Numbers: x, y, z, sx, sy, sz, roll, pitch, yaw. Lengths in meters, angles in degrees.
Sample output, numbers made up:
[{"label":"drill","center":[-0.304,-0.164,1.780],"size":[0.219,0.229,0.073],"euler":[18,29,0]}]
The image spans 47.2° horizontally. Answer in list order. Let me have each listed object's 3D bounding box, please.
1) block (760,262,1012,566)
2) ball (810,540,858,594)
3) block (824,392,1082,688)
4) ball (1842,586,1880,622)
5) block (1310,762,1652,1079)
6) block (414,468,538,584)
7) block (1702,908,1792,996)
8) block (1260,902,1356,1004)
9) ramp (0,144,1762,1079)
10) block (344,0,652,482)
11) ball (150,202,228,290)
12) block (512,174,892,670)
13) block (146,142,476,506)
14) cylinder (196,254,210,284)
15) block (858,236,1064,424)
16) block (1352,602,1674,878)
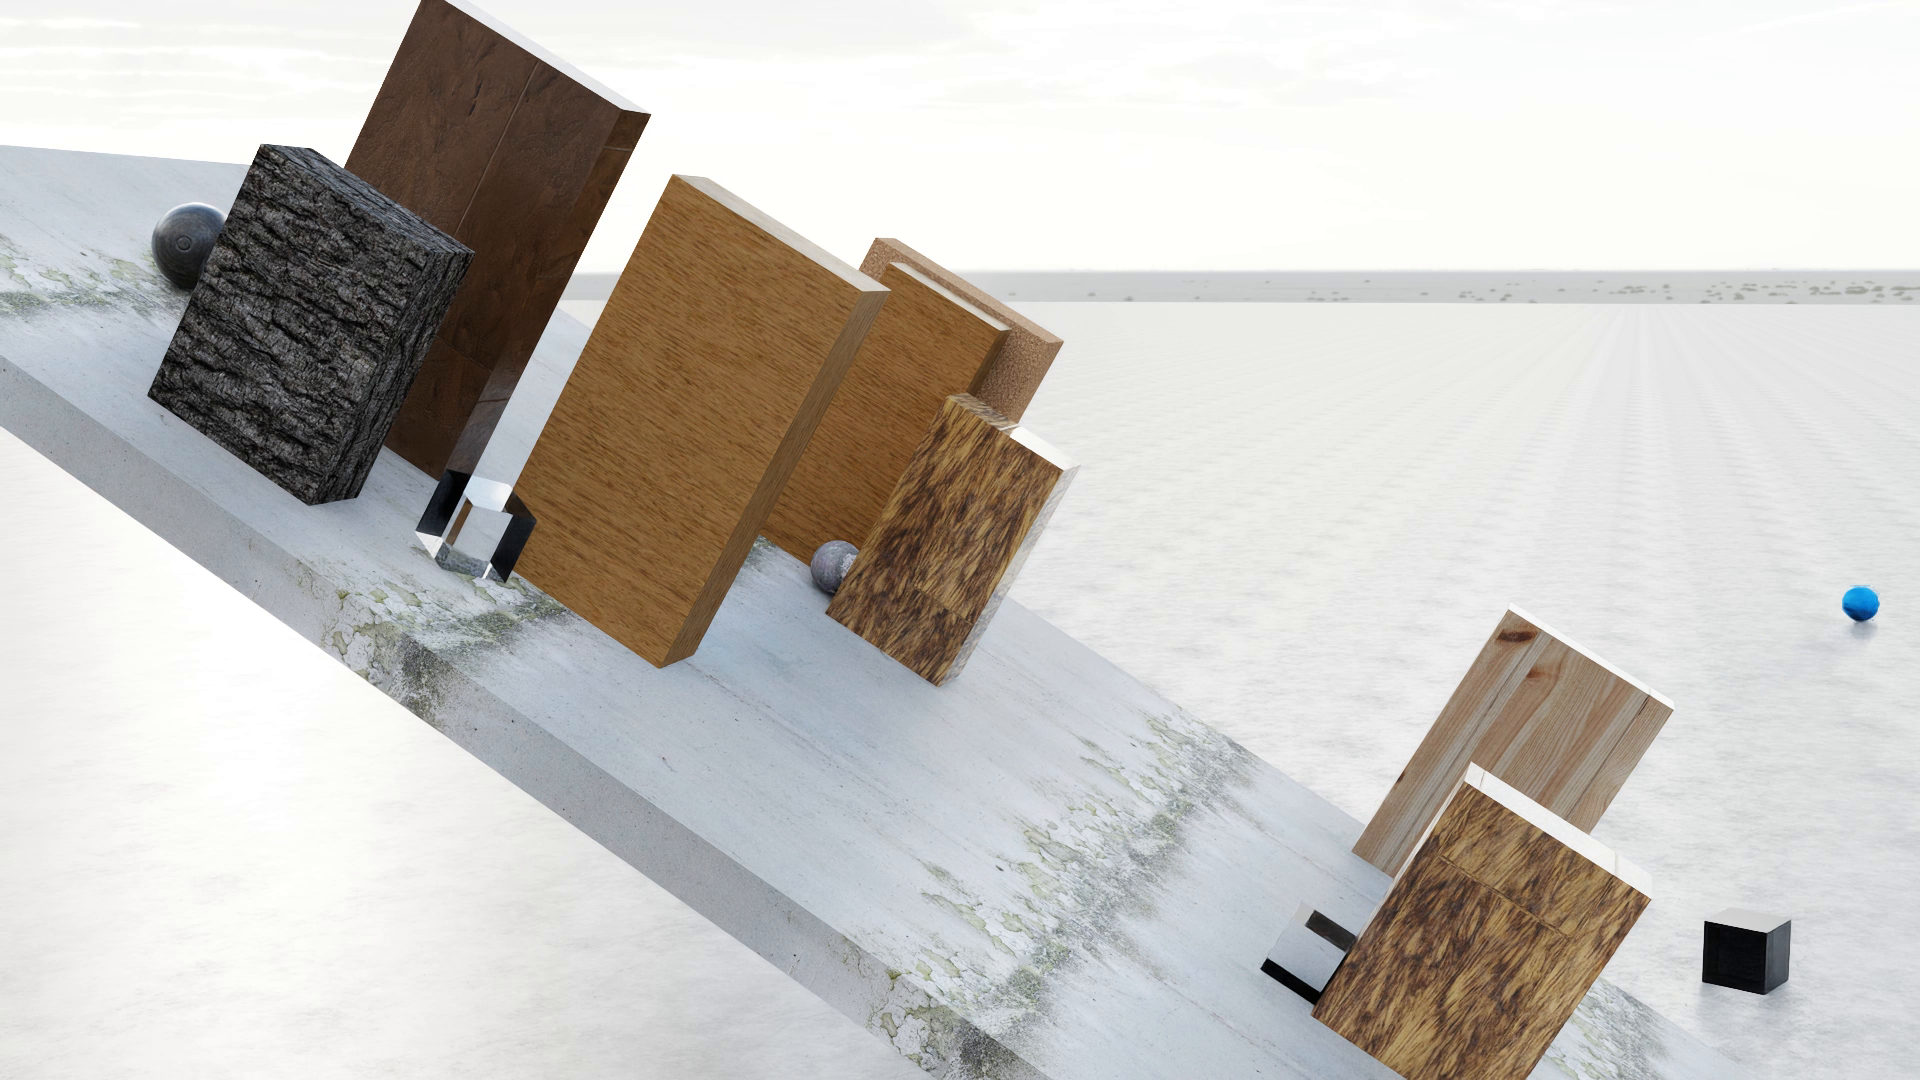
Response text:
[{"label":"block","center":[-0.167,-0.226,4.484],"size":[0.266,0.624,0.093],"euler":[33,15,11]},{"label":"ball","center":[-0.246,0.055,4.417],"size":[0.108,0.108,0.108],"euler":[0,7,0]},{"label":"block","center":[-0.014,-0.002,4.279],"size":[0.269,0.495,0.140],"euler":[33,15,11]},{"label":"ball","center":[4.823,0.342,11.780],"size":[0.188,0.188,0.188],"euler":[0,7,0]},{"label":"block","center":[0.873,0.682,3.695],"size":[0.346,0.487,0.149],"euler":[33,15,11]},{"label":"block","center":[-0.793,-0.023,3.601],"size":[0.122,0.122,0.122],"euler":[16,20,-43]},{"label":"block","center":[2.061,1.075,5.761],"size":[0.166,0.166,0.166],"euler":[6,9,41]},{"label":"block","center":[0.604,0.716,3.817],"size":[0.110,0.110,0.110],"euler":[32,15,11]},{"label":"ramp","center":[-0.183,0.301,4.127],"size":[4.000,0.100,2.000],"euler":[33,15,11]},{"label":"block","center":[-0.900,-0.531,3.878],"size":[0.422,0.737,0.118],"euler":[33,15,11]},{"label":"ball","center":[-1.418,-0.545,4.086],"size":[0.161,0.161,0.161],"euler":[0,7,0]},{"label":"block","center":[-0.457,-0.195,3.635],"size":[0.372,0.716,0.140],"euler":[33,15,11]},{"label":"block","center":[-1.043,-0.345,3.530],"size":[0.340,0.461,0.140],"euler":[33,15,11]},{"label":"cylinder","center":[-1.269,-0.464,4.049],"size":[0.184,0.184,0.184],"euler":[3,19,26]},{"label":"block","center":[-0.131,-0.249,4.609],"size":[0.426,0.635,0.129],"euler":[33,15,11]},{"label":"block","center":[1.147,0.496,4.589],"size":[0.382,0.617,0.092],"euler":[33,15,11]}]
